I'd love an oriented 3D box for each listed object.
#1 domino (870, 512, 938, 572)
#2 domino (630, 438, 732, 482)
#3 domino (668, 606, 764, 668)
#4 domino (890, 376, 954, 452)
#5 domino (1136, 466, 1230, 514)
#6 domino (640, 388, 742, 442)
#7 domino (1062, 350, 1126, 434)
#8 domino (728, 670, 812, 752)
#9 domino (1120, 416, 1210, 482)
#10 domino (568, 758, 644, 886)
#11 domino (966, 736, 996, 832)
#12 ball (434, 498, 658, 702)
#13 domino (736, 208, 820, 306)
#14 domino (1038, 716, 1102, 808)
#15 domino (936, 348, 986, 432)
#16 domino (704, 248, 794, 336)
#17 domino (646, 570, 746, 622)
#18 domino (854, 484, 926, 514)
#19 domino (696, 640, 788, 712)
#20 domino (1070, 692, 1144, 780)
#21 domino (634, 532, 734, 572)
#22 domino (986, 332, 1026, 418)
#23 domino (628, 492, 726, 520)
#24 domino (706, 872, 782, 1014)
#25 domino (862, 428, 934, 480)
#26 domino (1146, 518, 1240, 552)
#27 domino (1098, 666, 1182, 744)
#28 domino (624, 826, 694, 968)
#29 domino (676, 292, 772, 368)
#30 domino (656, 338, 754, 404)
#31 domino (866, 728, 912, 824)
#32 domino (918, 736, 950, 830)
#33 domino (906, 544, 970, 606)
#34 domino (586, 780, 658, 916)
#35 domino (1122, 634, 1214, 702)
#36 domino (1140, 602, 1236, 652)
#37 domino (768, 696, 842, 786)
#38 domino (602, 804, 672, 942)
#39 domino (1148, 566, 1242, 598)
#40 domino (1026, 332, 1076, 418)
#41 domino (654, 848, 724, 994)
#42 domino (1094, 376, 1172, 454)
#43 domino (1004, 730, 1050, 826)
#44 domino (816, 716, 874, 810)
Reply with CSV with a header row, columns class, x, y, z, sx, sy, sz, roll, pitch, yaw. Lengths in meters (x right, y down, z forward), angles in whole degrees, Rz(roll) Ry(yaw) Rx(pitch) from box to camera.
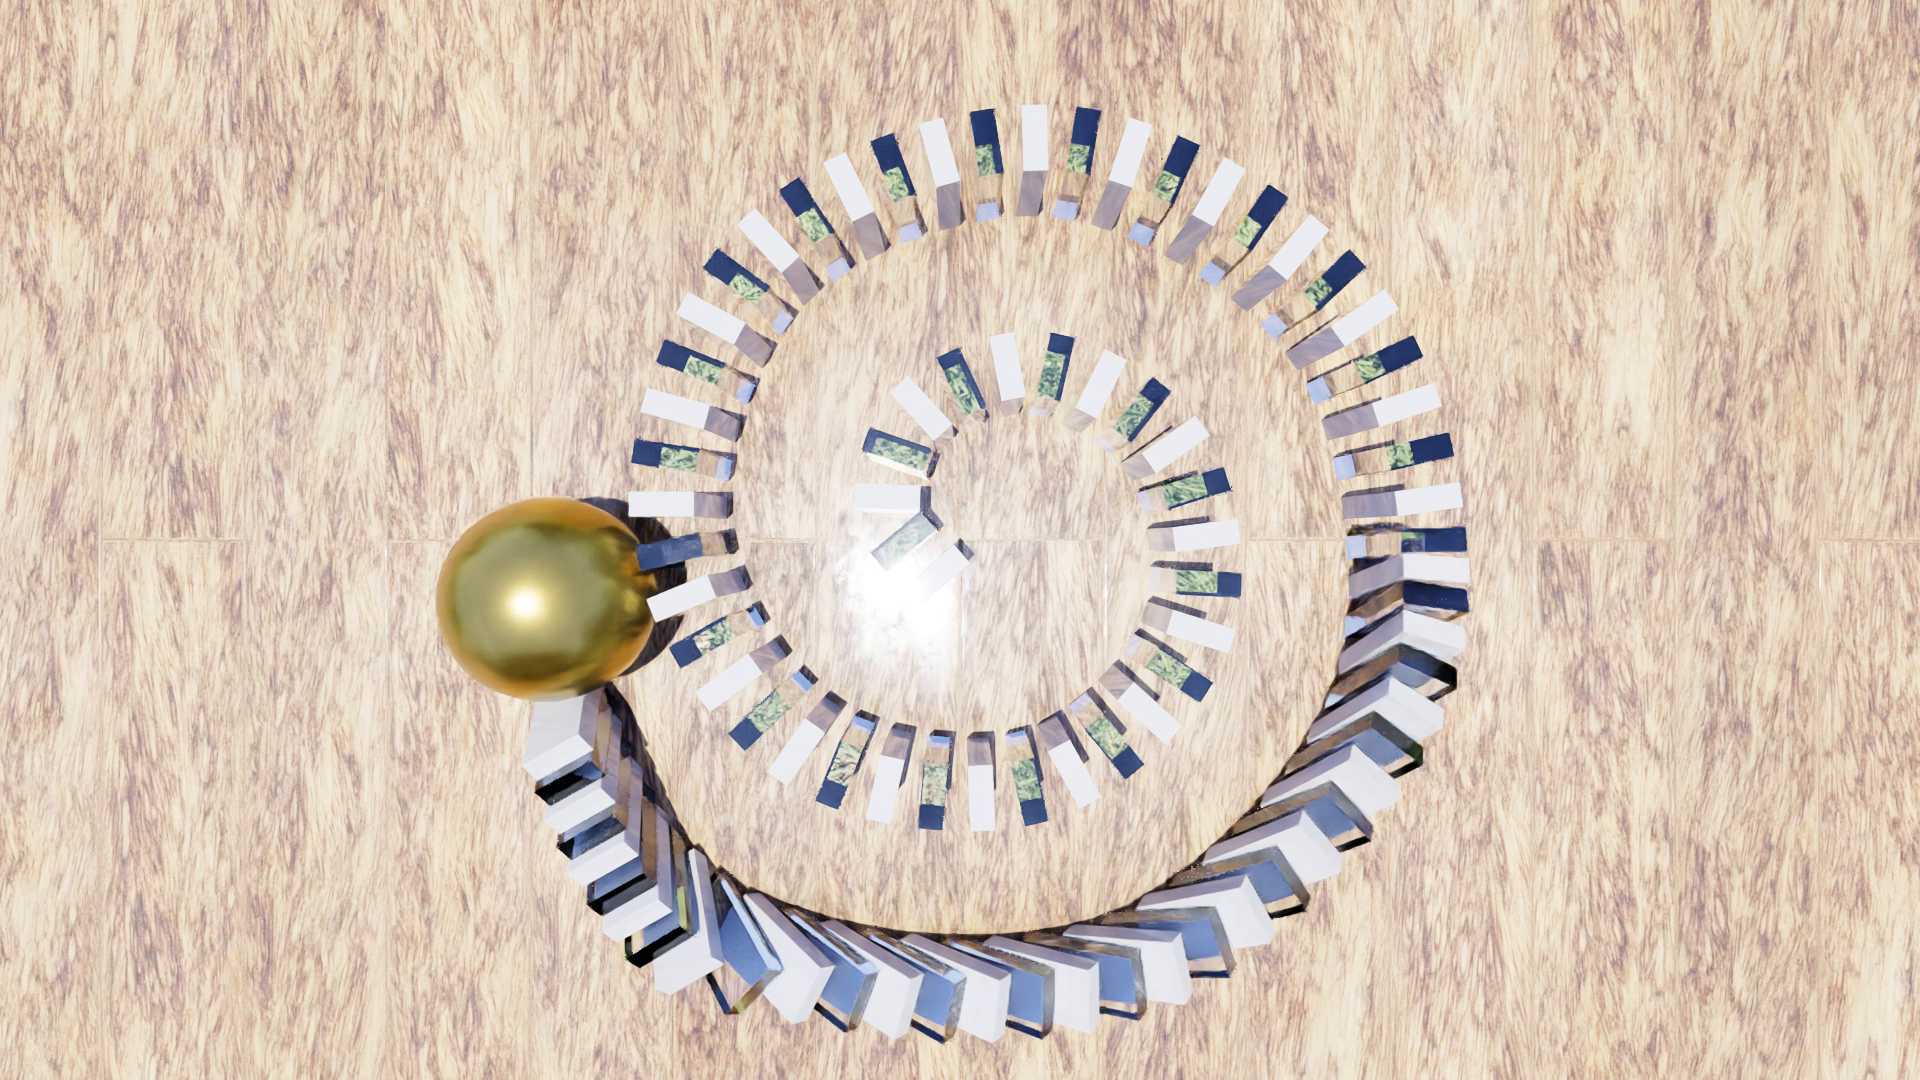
class,x,y,z,sx,sy,sz,roll,pitch,yaw
domino,-0.022,0.000,0.375,0.025,0.050,0.009,-40,90,0
domino,-0.113,-0.032,0.375,0.025,0.050,0.009,9,90,0
domino,-0.098,0.039,0.375,0.025,0.050,0.009,-29,90,0
domino,-0.015,-0.050,0.375,0.010,0.050,0.025,-43,90,0
domino,0.090,-0.020,0.375,0.025,0.050,0.010,-17,90,0
domino,-0.109,-0.050,0.375,0.025,0.050,0.009,15,90,0
domino,0.054,-0.060,0.375,0.010,0.050,0.025,27,90,0
domino,-0.076,0.069,0.375,0.025,0.050,0.009,-44,90,0
domino,0.082,-0.037,0.375,0.025,0.050,0.009,-35,90,0
domino,-0.145,0.114,0.376,0.025,0.050,0.010,-29,122,0
domino,0.008,0.099,0.375,0.009,0.050,0.025,-3,90,0
ball,-0.161,0.023,0.360,0.080,0.080,0.080,0,90,0
domino,-0.073,-0.114,0.375,0.009,0.050,0.025,-43,90,0
domino,0.044,0.090,0.375,0.010,0.050,0.025,-29,90,0
domino,0.001,-0.060,0.375,0.009,0.050,0.025,-25,90,0
domino,-0.085,-0.100,0.375,0.025,0.050,0.010,36,90,0
domino,-0.106,0.022,0.375,0.025,0.050,0.009,-22,90,0
domino,-0.028,-0.017,0.375,0.025,0.050,0.009,2,90,0
domino,-0.088,0.055,0.375,0.025,0.050,0.009,-36,90,0
domino,0.059,0.079,0.375,0.010,0.050,0.025,-39,90,0
domino,-0.111,0.005,0.375,0.025,0.050,0.009,-13,90,-2
domino,0.018,-0.066,0.375,0.009,0.050,0.025,-11,90,0
domino,-0.114,-0.014,0.375,0.025,0.050,0.009,0,90,0
domino,-0.097,0.167,0.382,0.025,0.010,0.050,-46,54,0
domino,-0.024,-0.035,0.375,0.025,0.050,0.009,19,90,0
domino,0.094,-0.002,0.375,0.025,0.050,0.010,-8,90,0
domino,0.072,0.066,0.375,0.025,0.050,0.009,42,90,0
domino,-0.125,0.146,0.377,0.025,0.050,0.009,-31,128,0
domino,-0.095,-0.085,0.375,0.025,0.050,0.010,28,90,0
domino,-0.103,-0.068,0.375,0.025,0.050,0.009,21,90,0
domino,-0.029,0.095,0.375,0.009,0.050,0.025,13,90,0
domino,-0.010,0.098,0.375,0.009,0.050,0.025,5,90,0
domino,-0.009,0.014,0.375,0.025,0.050,0.009,-41,90,0
domino,-0.139,0.125,0.377,0.025,0.050,0.010,-30,126,0
domino,0.084,0.052,0.375,0.025,0.050,0.010,33,90,0
domino,0.092,0.035,0.375,0.025,0.050,0.010,17,90,0
domino,-0.063,0.081,0.375,0.010,0.050,0.025,36,90,0
domino,-0.133,0.136,0.377,0.025,0.050,0.010,-30,126,0
domino,0.095,0.017,0.375,0.025,0.050,0.009,3,90,0
domino,0.037,-0.066,0.375,0.009,0.050,0.025,13,90,0
domino,-0.115,0.157,0.379,0.025,0.050,0.010,-30,134,1
domino,0.070,-0.050,0.375,0.010,0.050,0.025,38,90,0
domino,0.027,0.096,0.375,0.009,0.050,0.025,-13,90,0
domino,-0.046,0.090,0.375,0.010,0.050,0.025,22,90,0
